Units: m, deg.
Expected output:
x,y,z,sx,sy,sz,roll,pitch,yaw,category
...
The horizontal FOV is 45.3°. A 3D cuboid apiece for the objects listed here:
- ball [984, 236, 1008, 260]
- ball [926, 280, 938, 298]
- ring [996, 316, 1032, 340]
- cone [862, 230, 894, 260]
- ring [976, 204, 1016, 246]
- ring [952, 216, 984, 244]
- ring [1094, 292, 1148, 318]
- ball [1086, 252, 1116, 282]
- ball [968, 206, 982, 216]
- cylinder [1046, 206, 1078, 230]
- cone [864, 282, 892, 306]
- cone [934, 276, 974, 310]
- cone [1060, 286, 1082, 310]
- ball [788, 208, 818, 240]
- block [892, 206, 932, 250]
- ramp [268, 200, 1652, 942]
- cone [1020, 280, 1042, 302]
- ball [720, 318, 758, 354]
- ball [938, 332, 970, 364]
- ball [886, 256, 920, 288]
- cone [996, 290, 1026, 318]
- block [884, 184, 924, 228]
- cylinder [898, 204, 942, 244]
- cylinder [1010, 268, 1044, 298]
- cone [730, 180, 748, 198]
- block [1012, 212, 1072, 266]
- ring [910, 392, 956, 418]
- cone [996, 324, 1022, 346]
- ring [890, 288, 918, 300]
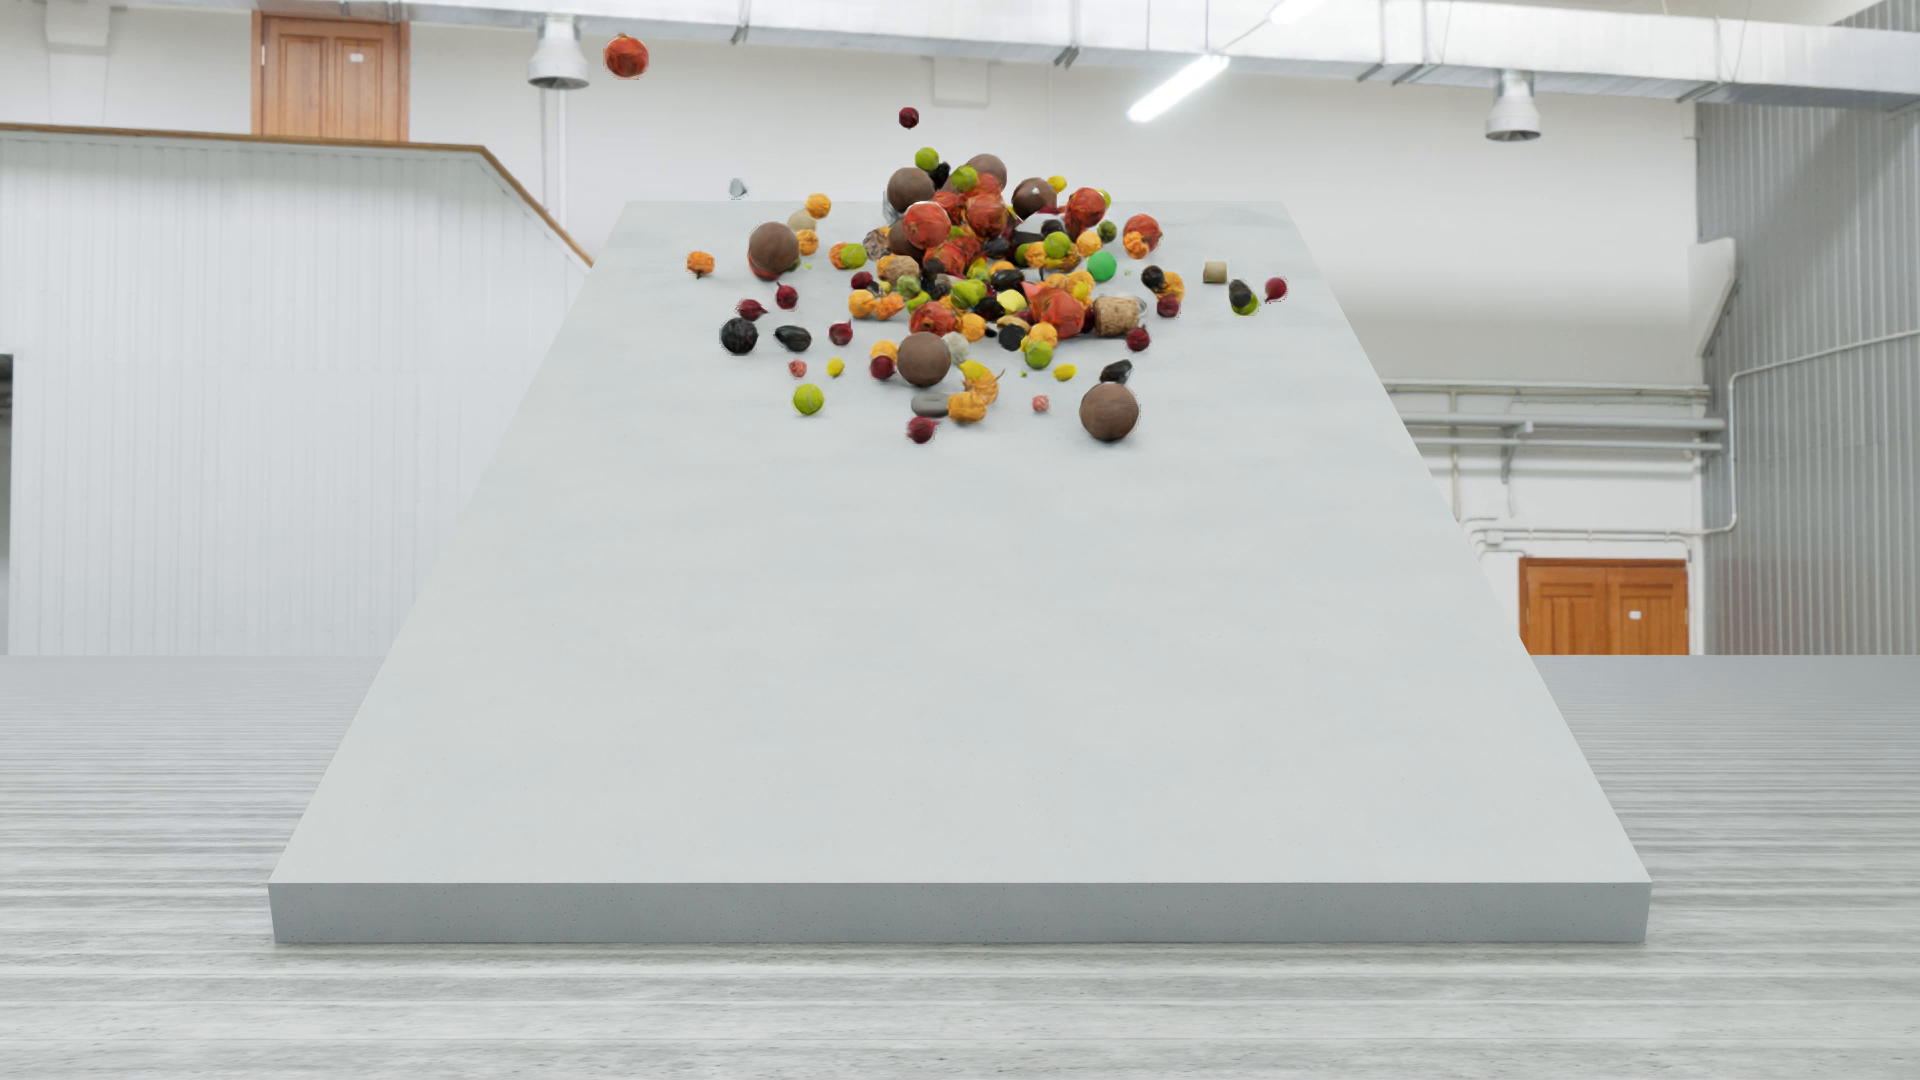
x,y,z,sx,sy,sz,roll,pitch,yaw,category
0.097,-0.779,6.148,0.066,0.066,0.066,0,-3,0,ball
-0.064,-0.659,6.048,0.051,0.051,0.051,0,-3,0,ball
0.135,-0.525,5.701,0.095,0.032,0.095,19,-11,4,ring
-0.209,-0.813,6.435,0.091,0.091,0.091,-2,-9,34,cone
0.102,-0.888,6.522,0.134,0.134,0.045,2,-8,-36,ring
0.051,-0.889,6.600,0.149,0.050,0.149,-2,27,1,ring
0.410,-0.599,5.908,0.142,0.047,0.142,5,24,-2,ring
0.381,-0.736,6.198,0.082,0.082,0.082,0,-3,0,ball
0.053,-0.953,6.758,0.054,0.054,0.054,0,-3,0,ball
0.296,-0.934,6.688,0.066,0.066,0.066,-11,3,-27,cylinder
-0.204,-0.634,6.013,0.067,0.067,0.067,16,-12,-35,cone
0.001,-0.657,5.978,0.095,0.095,0.095,-29,13,-32,cone
0.300,-0.618,5.984,0.059,0.059,0.059,-17,-37,-13,cone
-0.451,-0.902,6.588,0.088,0.088,0.088,0,-3,0,ball
-0.136,-0.887,6.537,0.099,0.099,0.099,-5,23,-13,block
-0.007,-0.223,5.193,2.000,0.100,4.000,0,22,0,ramp
0.171,-0.633,5.779,0.052,0.052,0.052,43,-8,-5,cone
-0.537,-0.497,5.604,0.090,0.090,0.090,0,-3,0,ball
-0.015,-0.462,5.540,0.076,0.076,0.076,0,-3,0,ball
-0.147,-0.700,6.007,0.087,0.087,0.087,0,-3,0,ball
0.130,-0.580,5.778,0.080,0.080,0.080,0,19,-4,cone
-0.161,-0.950,6.638,0.093,0.093,0.093,-18,-37,-15,block
-0.109,-0.866,6.298,0.087,0.087,0.087,-28,13,-31,cylinder
0.176,-0.675,6.054,0.077,0.077,0.077,-1,-2,-10,cylinder
-0.618,-0.993,6.542,0.052,0.052,0.052,-2,-6,39,cone
0.226,-0.832,6.357,0.100,0.100,0.100,15,45,42,block
-0.060,-0.306,5.218,0.104,0.035,0.104,-1,23,1,ring
0.127,-0.494,5.678,0.067,0.067,0.067,-1,-30,15,cone
-0.146,-0.643,6.037,0.076,0.025,0.076,-1,13,0,ring
